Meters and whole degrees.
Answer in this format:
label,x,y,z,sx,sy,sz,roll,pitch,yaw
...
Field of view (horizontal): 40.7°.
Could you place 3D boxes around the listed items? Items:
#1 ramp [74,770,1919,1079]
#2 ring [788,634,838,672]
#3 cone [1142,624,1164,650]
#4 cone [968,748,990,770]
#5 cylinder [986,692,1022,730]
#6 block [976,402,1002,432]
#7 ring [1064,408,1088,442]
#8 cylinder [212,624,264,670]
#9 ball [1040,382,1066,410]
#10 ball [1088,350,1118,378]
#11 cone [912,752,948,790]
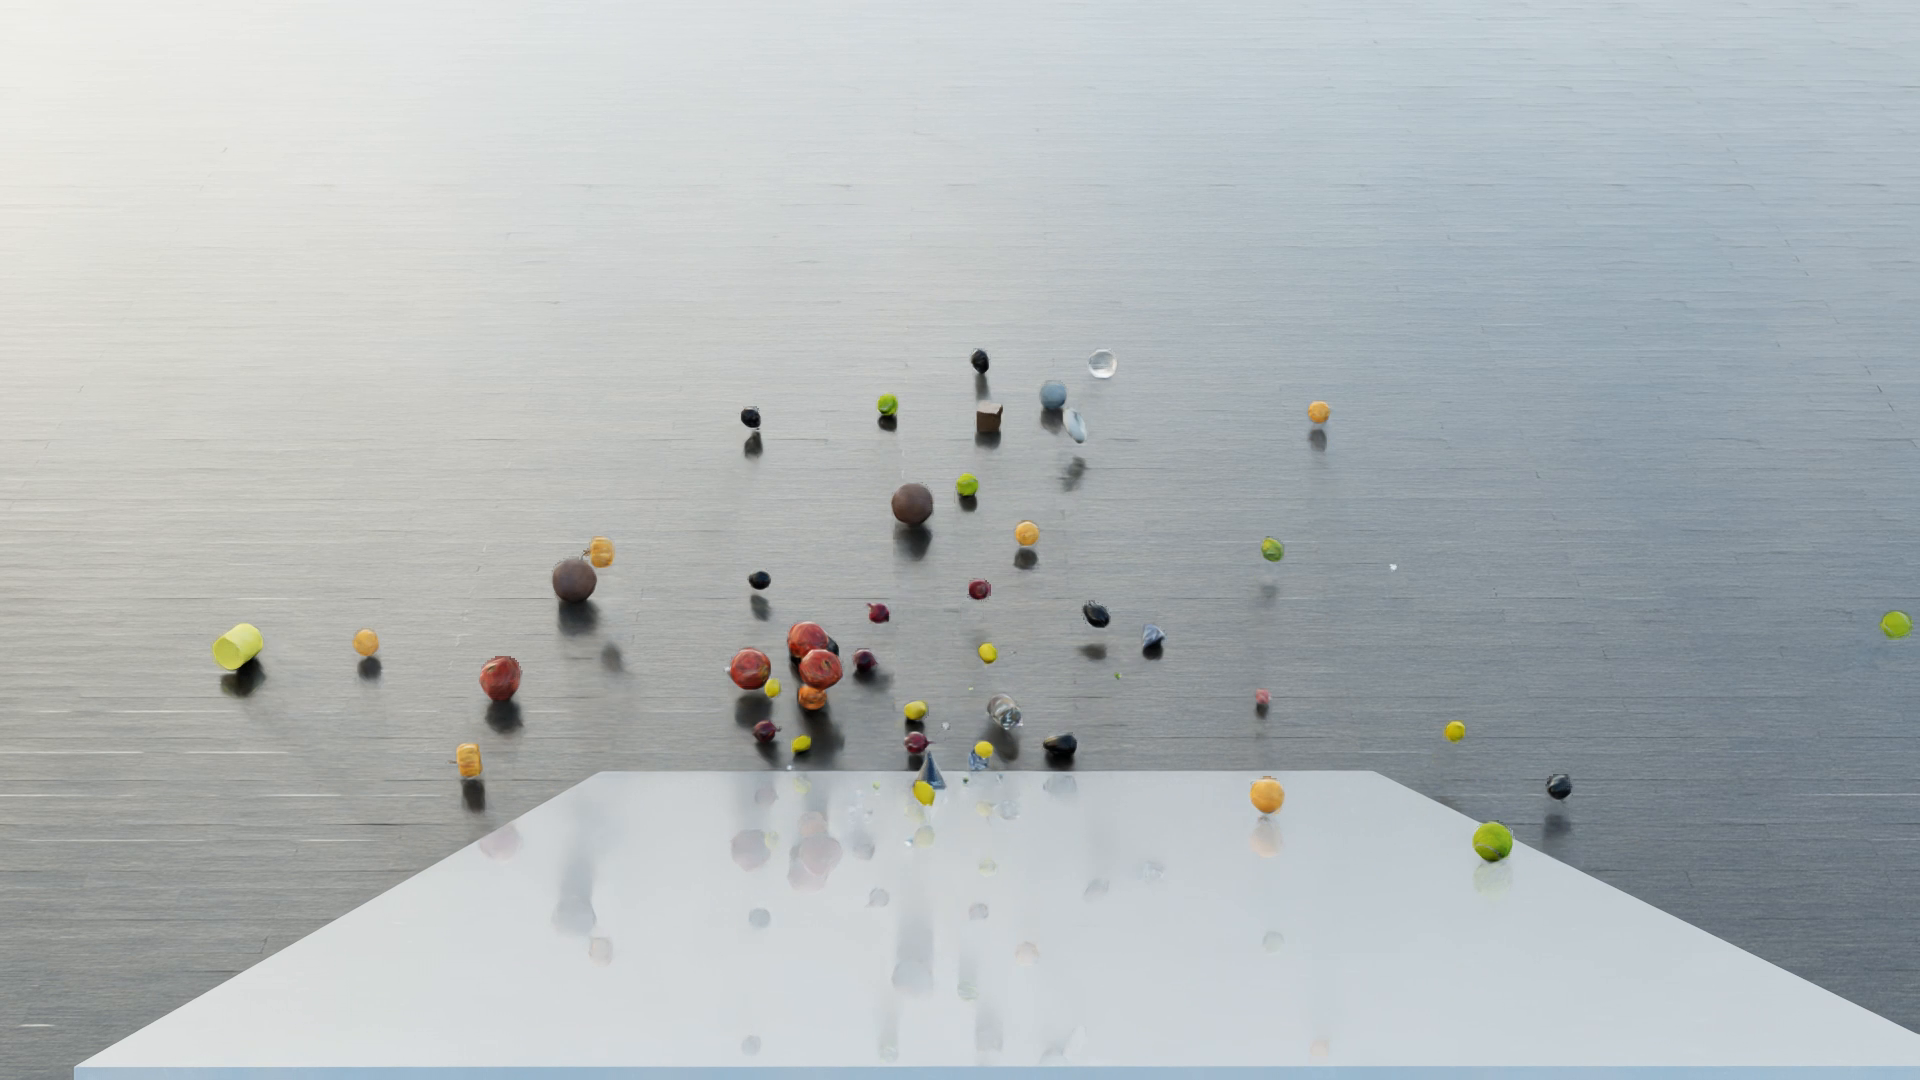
label,x,y,z,sx,sy,sz,roll,pitch,yaw
ramp,0.071,0.625,4.714,2.000,0.100,4.000,0,-1,0
ring,-0.411,0.316,7.279,0.143,0.048,0.143,-5,34,3
cone,0.533,0.285,7.342,0.071,0.071,0.071,20,61,29
cone,0.038,0.586,6.769,0.061,0.061,0.061,10,58,-17
cylinder,0.119,0.461,6.987,0.070,0.070,0.070,-14,39,-21
block,0.094,-0.399,8.413,0.069,0.069,0.069,8,33,13
ring,0.367,-0.364,8.250,0.039,0.118,0.118,-26,26,19
cylinder,-2.020,0.298,7.253,0.098,0.098,0.098,12,28,18
ball,0.305,-0.476,8.516,0.091,0.091,0.091,0,32,0
ball,0.479,-0.591,8.695,0.097,0.097,0.097,0,32,0
cone,-0.073,0.548,6.193,0.088,0.088,0.088,0,-1,0
